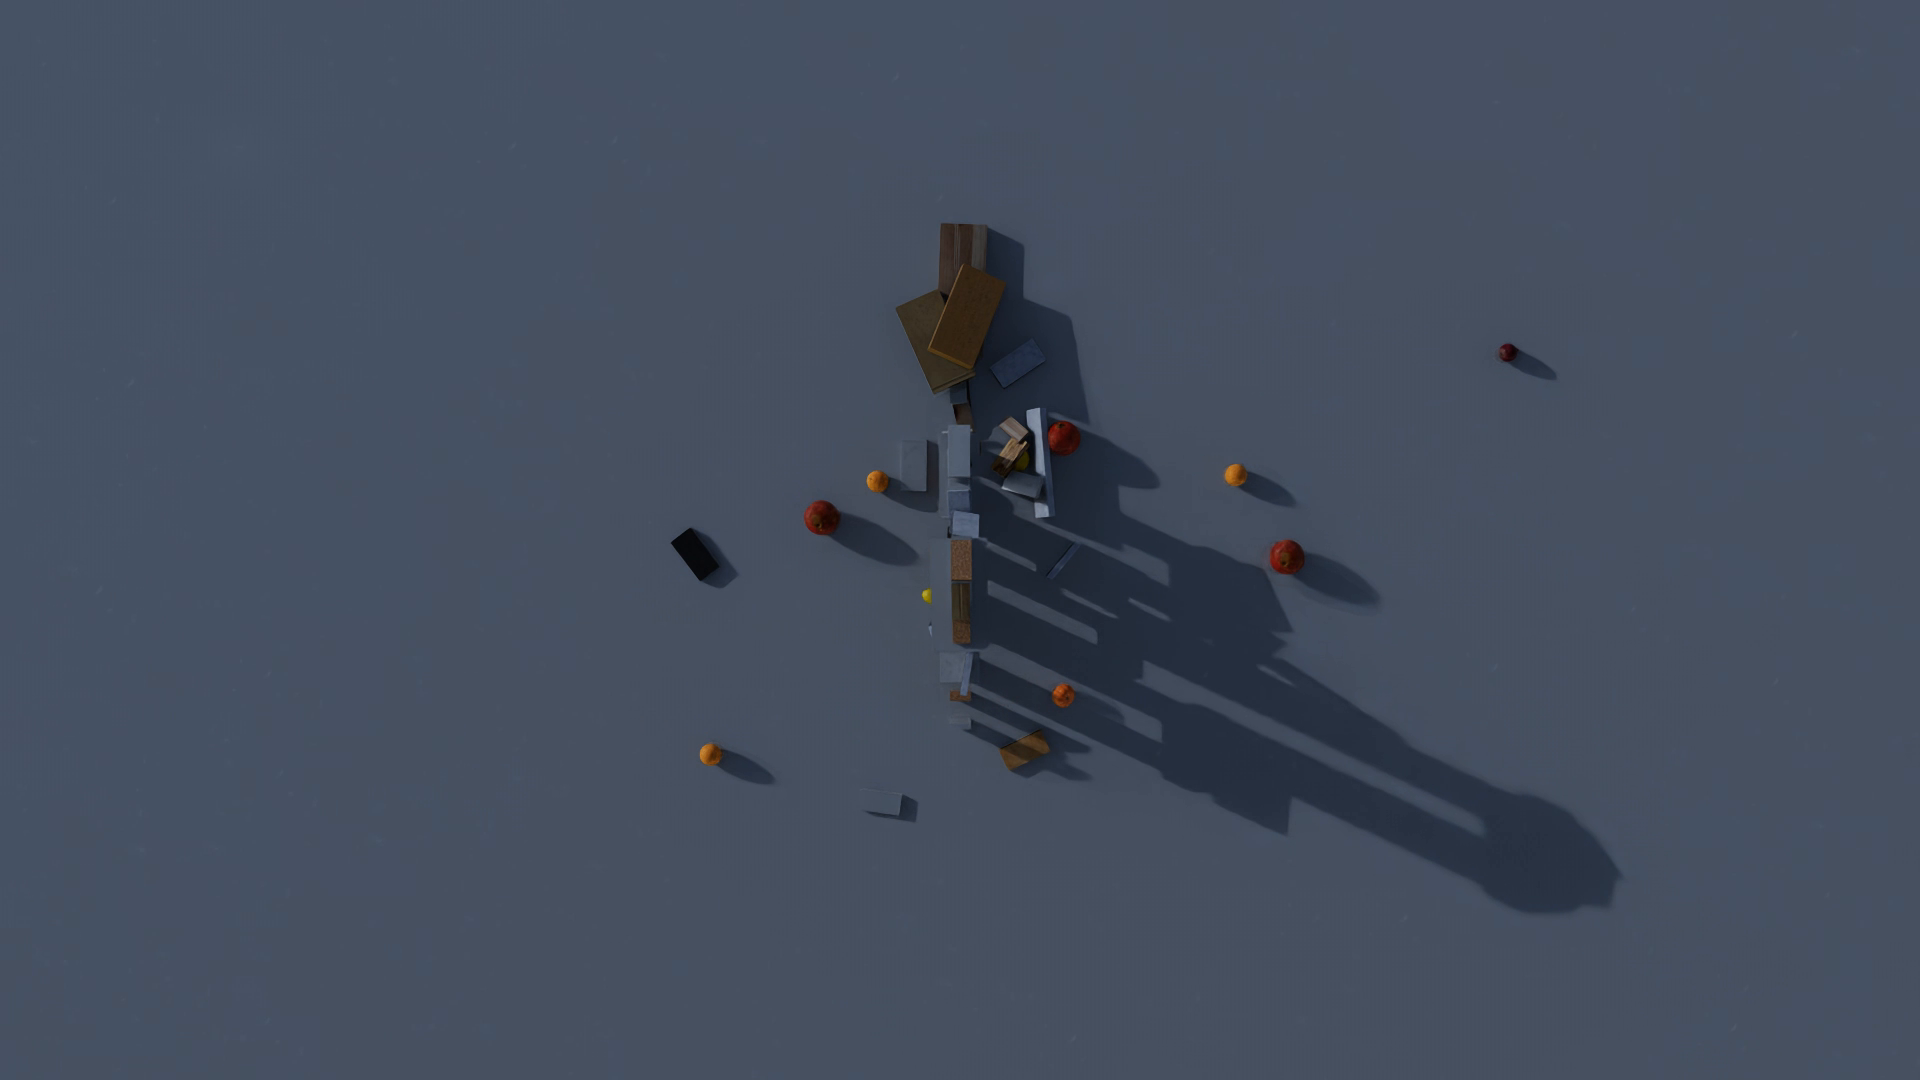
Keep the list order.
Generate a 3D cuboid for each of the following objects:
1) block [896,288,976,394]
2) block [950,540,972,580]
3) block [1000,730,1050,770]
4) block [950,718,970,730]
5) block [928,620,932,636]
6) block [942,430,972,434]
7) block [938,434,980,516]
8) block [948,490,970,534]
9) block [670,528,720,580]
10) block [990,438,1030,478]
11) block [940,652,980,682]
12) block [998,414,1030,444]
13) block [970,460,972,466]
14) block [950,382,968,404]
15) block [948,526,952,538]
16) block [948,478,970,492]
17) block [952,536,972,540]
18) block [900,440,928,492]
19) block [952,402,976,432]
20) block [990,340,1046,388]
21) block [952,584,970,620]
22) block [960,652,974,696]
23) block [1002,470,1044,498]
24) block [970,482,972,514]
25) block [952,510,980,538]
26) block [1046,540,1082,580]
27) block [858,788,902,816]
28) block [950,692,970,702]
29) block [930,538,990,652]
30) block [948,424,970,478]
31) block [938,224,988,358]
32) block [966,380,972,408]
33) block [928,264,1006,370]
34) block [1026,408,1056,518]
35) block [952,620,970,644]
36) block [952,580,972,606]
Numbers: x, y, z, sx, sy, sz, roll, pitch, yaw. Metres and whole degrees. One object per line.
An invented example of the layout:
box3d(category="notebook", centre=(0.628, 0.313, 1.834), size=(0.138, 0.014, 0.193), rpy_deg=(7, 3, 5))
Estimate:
box3d(category="block", centre=(-0.080, -0.653, 5.434), size=(0.155, 0.044, 0.310), rpy_deg=(-24, 90, 0))
box3d(category="block", centre=(0.004, 0.059, 4.789), size=(0.060, 0.017, 0.120), rpy_deg=(0, 70, 0))
box3d(category="block", centre=(0.215, 0.700, 5.489), size=(0.154, 0.022, 0.077), rpy_deg=(-26, 90, 0))
box3d(category="block", centre=(0.001, 0.605, 5.432), size=(0.068, 0.137, 0.019), rpy_deg=(0, 90, 0))
box3d(category="block", centre=(-0.007, 0.255, 5.048), size=(0.167, 0.334, 0.047), rpy_deg=(-17, 90, 0))
box3d(category="block", centre=(-0.007, -0.340, 5.480), size=(0.101, 0.014, 0.050), rpy_deg=(-4, 125, 0))
box3d(category="block", centre=(-0.001, -0.206, 5.223), size=(0.129, 0.037, 0.258), rpy_deg=(-1, 90, 0))
box3d(category="block", centre=(-0.003, -0.090, 5.166), size=(0.068, 0.019, 0.136), rpy_deg=(-3, 105, 0))
box3d(category="block", centre=(-0.881, 0.048, 5.489), size=(0.081, 0.023, 0.161), rpy_deg=(-37, 90, 0))
box3d(category="block", centre=(0.166, -0.278, 5.469), size=(0.069, 0.020, 0.138), rpy_deg=(36, 90, 43))
box3d(category="block", centre=(-0.001, 0.326, 5.233), size=(0.125, 0.035, 0.249), rpy_deg=(0, 90, 0))
box3d(category="block", centre=(0.179, -0.368, 5.470), size=(0.050, 0.014, 0.101), rpy_deg=(-47, 61, 0))
box3d(category="block", centre=(0.002, -0.275, 5.177), size=(0.050, 0.014, 0.101), rpy_deg=(-13, 78, -2))
box3d(category="block", centre=(-0.006, -0.505, 5.467), size=(0.055, 0.016, 0.111), rpy_deg=(-2, 79, 3))
box3d(category="block", centre=(0.000, -0.010, 5.218), size=(0.081, 0.347, 0.023), rpy_deg=(0, 98, 0))
box3d(category="block", centre=(-0.004, -0.218, 5.182), size=(0.068, 0.019, 0.136), rpy_deg=(-2, 78, 0))
box3d(category="block", centre=(0.005, 0.049, 4.826), size=(0.060, 0.017, 0.120), rpy_deg=(0, 90, 0))
box3d(category="block", centre=(-0.153, -0.249, 5.488), size=(0.086, 0.024, 0.172), rpy_deg=(1, 90, 0))
box3d(category="block", centre=(0.013, -0.406, 5.482), size=(0.055, 0.016, 0.111), rpy_deg=(-12, 100, 1))
box3d(category="block", centre=(0.193, -0.586, 5.488), size=(0.172, 0.024, 0.086), rpy_deg=(-34, 90, 0))
box3d(category="block", centre=(0.002, 0.178, 4.781), size=(0.052, 0.015, 0.104), rpy_deg=(-2, 94, 0))
box3d(category="block", centre=(0.023, 0.408, 5.177), size=(0.022, 0.077, 0.154), rpy_deg=(9, 90, 0))
box3d(category="block", centre=(0.208, -0.186, 5.453), size=(0.138, 0.020, 0.069), rpy_deg=(17, 90, 35))
box3d(category="block", centre=(0.003, -0.122, 5.195), size=(0.068, 0.019, 0.136), rpy_deg=(-2, 90, 0))
box3d(category="block", centre=(0.017, -0.039, 5.086), size=(0.081, 0.161, 0.023), rpy_deg=(10, 118, -3))
box3d(category="block", centre=(0.343, 0.067, 5.462), size=(0.022, 0.077, 0.154), rpy_deg=(40, 90, 0))
box3d(category="block", centre=(-0.265, 0.872, 5.490), size=(0.137, 0.019, 0.068), rpy_deg=(8, 90, 0))
box3d(category="block", centre=(0.001, 0.514, 5.432), size=(0.068, 0.137, 0.019), rpy_deg=(0, 90, 0))
box3d(category="block", centre=(-0.001, 0.161, 4.858), size=(0.167, 0.047, 0.334), rpy_deg=(-1, 90, 0))
box3d(category="block", centre=(-0.003, -0.277, 5.160), size=(0.069, 0.020, 0.166), rpy_deg=(0, 78, 0))
box3d(category="block", centre=(0.006, -0.828, 5.478), size=(0.155, 0.044, 0.436), rpy_deg=(2, 90, 0))
box3d(category="block", centre=(0.004, -0.496, 5.492), size=(0.055, 0.016, 0.111), rpy_deg=(-6, 90, 0))
box3d(category="block", centre=(0.023, -0.733, 5.403), size=(0.155, 0.044, 0.310), rpy_deg=(23, 79, -10))
box3d(category="block", centre=(0.267, -0.255, 5.456), size=(0.024, 0.086, 0.359), rpy_deg=(-5, 90, -28))
box3d(category="block", centre=(0.004, 0.250, 4.812), size=(0.052, 0.015, 0.104), rpy_deg=(-1, 107, 0))
box3d(category="block", centre=(0.005, 0.131, 4.813), size=(0.060, 0.017, 0.120), rpy_deg=(0, 102, 0))
